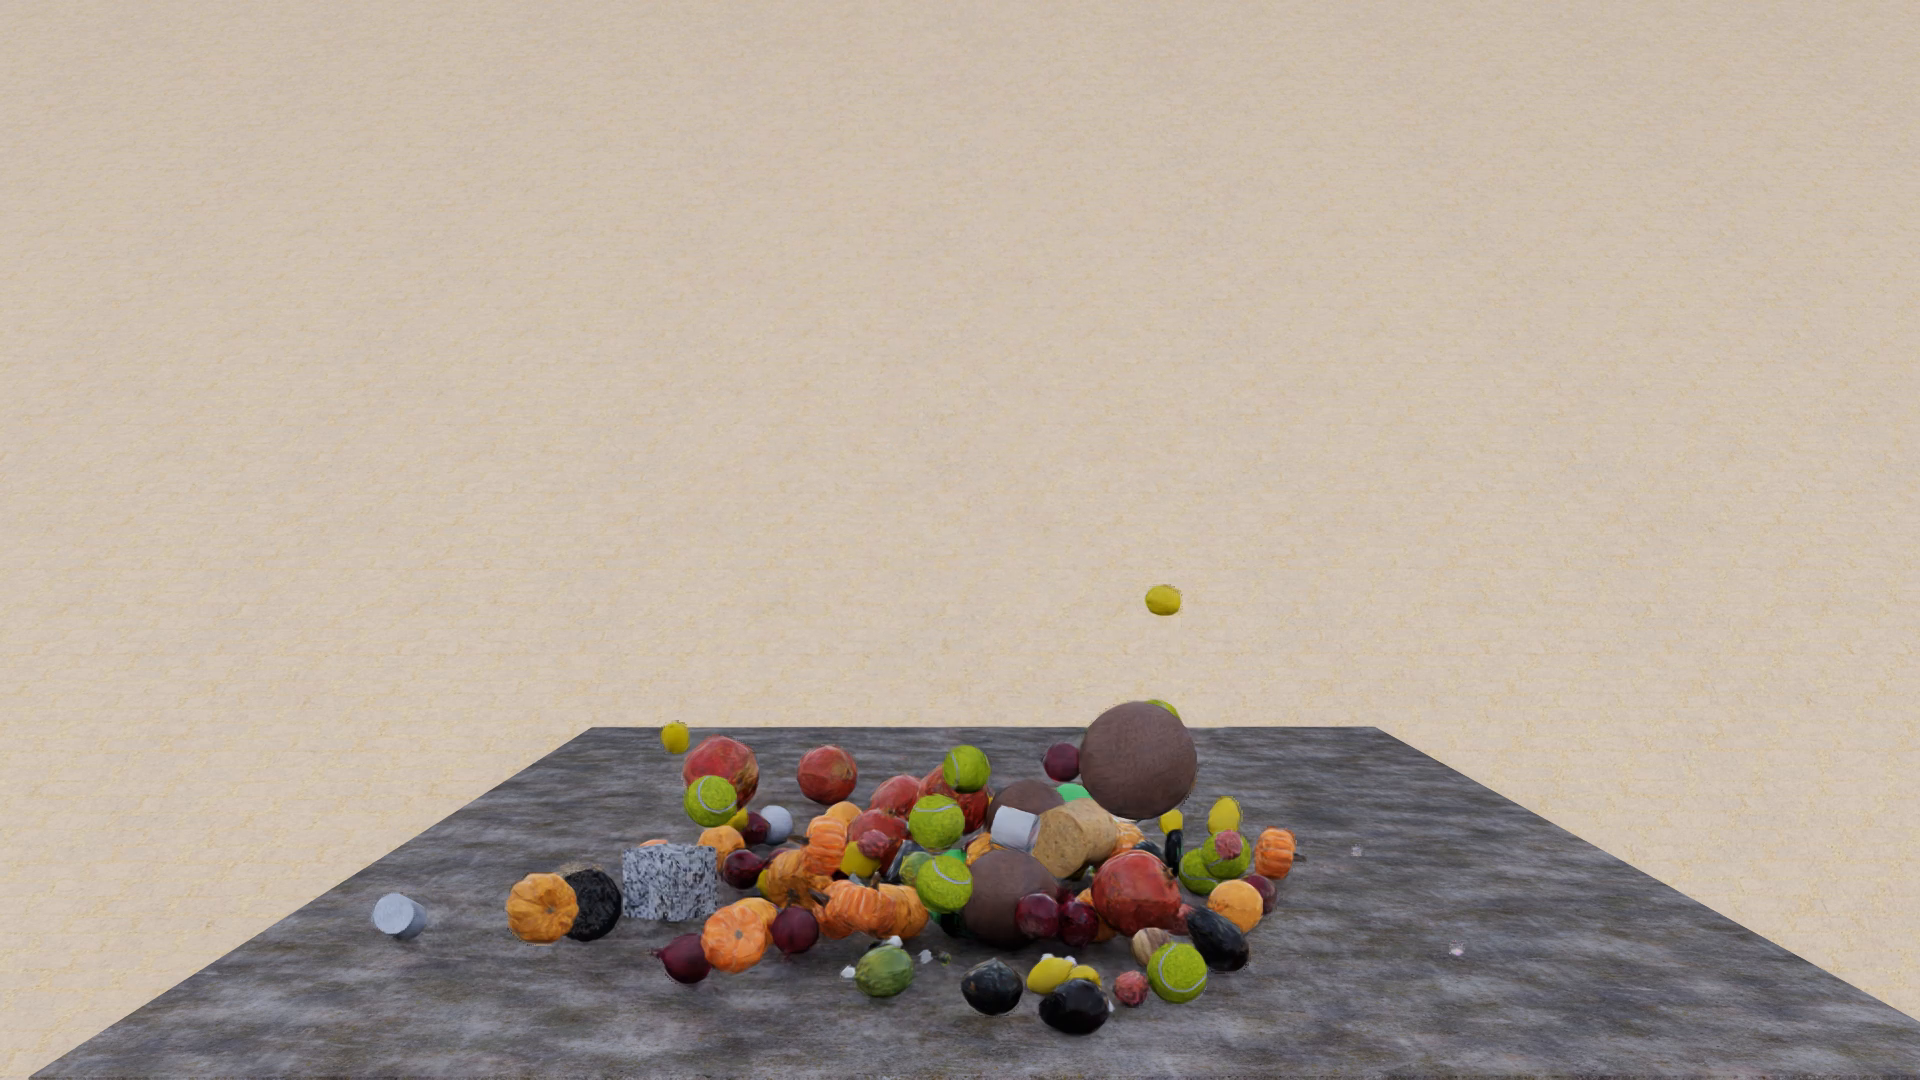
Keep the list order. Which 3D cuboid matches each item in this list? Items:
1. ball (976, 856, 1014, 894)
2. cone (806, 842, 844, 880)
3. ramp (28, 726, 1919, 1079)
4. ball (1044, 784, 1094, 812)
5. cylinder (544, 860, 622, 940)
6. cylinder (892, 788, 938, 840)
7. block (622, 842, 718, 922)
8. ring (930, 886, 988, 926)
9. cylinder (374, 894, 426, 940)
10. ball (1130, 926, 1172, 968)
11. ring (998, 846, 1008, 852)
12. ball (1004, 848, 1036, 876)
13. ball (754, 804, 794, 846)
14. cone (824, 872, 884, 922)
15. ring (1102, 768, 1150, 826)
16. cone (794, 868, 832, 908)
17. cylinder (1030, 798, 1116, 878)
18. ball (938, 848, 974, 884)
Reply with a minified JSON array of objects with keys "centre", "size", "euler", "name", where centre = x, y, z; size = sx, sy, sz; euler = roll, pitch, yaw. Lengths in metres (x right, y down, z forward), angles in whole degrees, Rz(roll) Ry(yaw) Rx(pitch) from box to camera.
[{"centre":[0.047,0.443,3.419],"size":[0.050,0.050,0.050],"euler":[0,27,0],"name":"ball"},{"centre":[-0.216,0.491,3.894],"size":[0.057,0.057,0.057],"euler":[-26,7,40],"name":"cone"},{"centre":[0.062,0.558,4.596],"size":[2.000,0.100,4.000],"euler":[0,1,0],"name":"ramp"},{"centre":[0.183,0.447,4.268],"size":[0.089,0.089,0.089],"euler":[0,27,0],"name":"ball"},{"centre":[-0.502,0.479,3.436],"size":[0.093,0.093,0.093],"euler":[-7,3,-14],"name":"cylinder"},{"centre":[-0.077,0.465,4.369],"size":[0.066,0.066,0.066],"euler":[11,14,-3],"name":"cylinder"},{"centre":[-0.404,0.476,3.603],"size":[0.093,0.093,0.093],"euler":[0,1,36],"name":"block"},{"centre":[-0.001,0.494,3.488],"size":[0.082,0.082,0.027],"euler":[-7,54,-13],"name":"ring"},{"centre":[-0.733,0.493,3.379],"size":[0.053,0.053,0.053],"euler":[-3,72,8],"name":"cylinder"},{"centre":[0.236,0.504,3.193],"size":[0.051,0.051,0.051],"euler":[0,27,0],"name":"ball"},{"centre":[0.107,0.497,4.261],"size":[0.094,0.031,0.094],"euler":[-1,-3,0],"name":"ring"},{"centre":[0.094,0.492,3.971],"size":[0.051,0.051,0.051],"euler":[0,27,0],"name":"ball"},{"centre":[-0.312,0.478,4.332],"size":[0.068,0.068,0.068],"euler":[0,27,0],"name":"ball"},{"centre":[-0.134,0.501,3.517],"size":[0.074,0.074,0.074],"euler":[34,32,0],"name":"cone"},{"centre":[0.266,0.411,4.130],"size":[0.031,0.092,0.092],"euler":[1,20,-44],"name":"ring"},{"centre":[-0.190,0.477,3.513],"size":[0.052,0.052,0.052],"euler":[24,-1,38],"name":"cone"},{"centre":[0.163,0.433,3.765],"size":[0.098,0.098,0.098],"euler":[15,13,27],"name":"cylinder"},{"centre":[-0.006,0.492,3.888],"size":[0.054,0.054,0.054],"euler":[0,27,0],"name":"ball"}]
